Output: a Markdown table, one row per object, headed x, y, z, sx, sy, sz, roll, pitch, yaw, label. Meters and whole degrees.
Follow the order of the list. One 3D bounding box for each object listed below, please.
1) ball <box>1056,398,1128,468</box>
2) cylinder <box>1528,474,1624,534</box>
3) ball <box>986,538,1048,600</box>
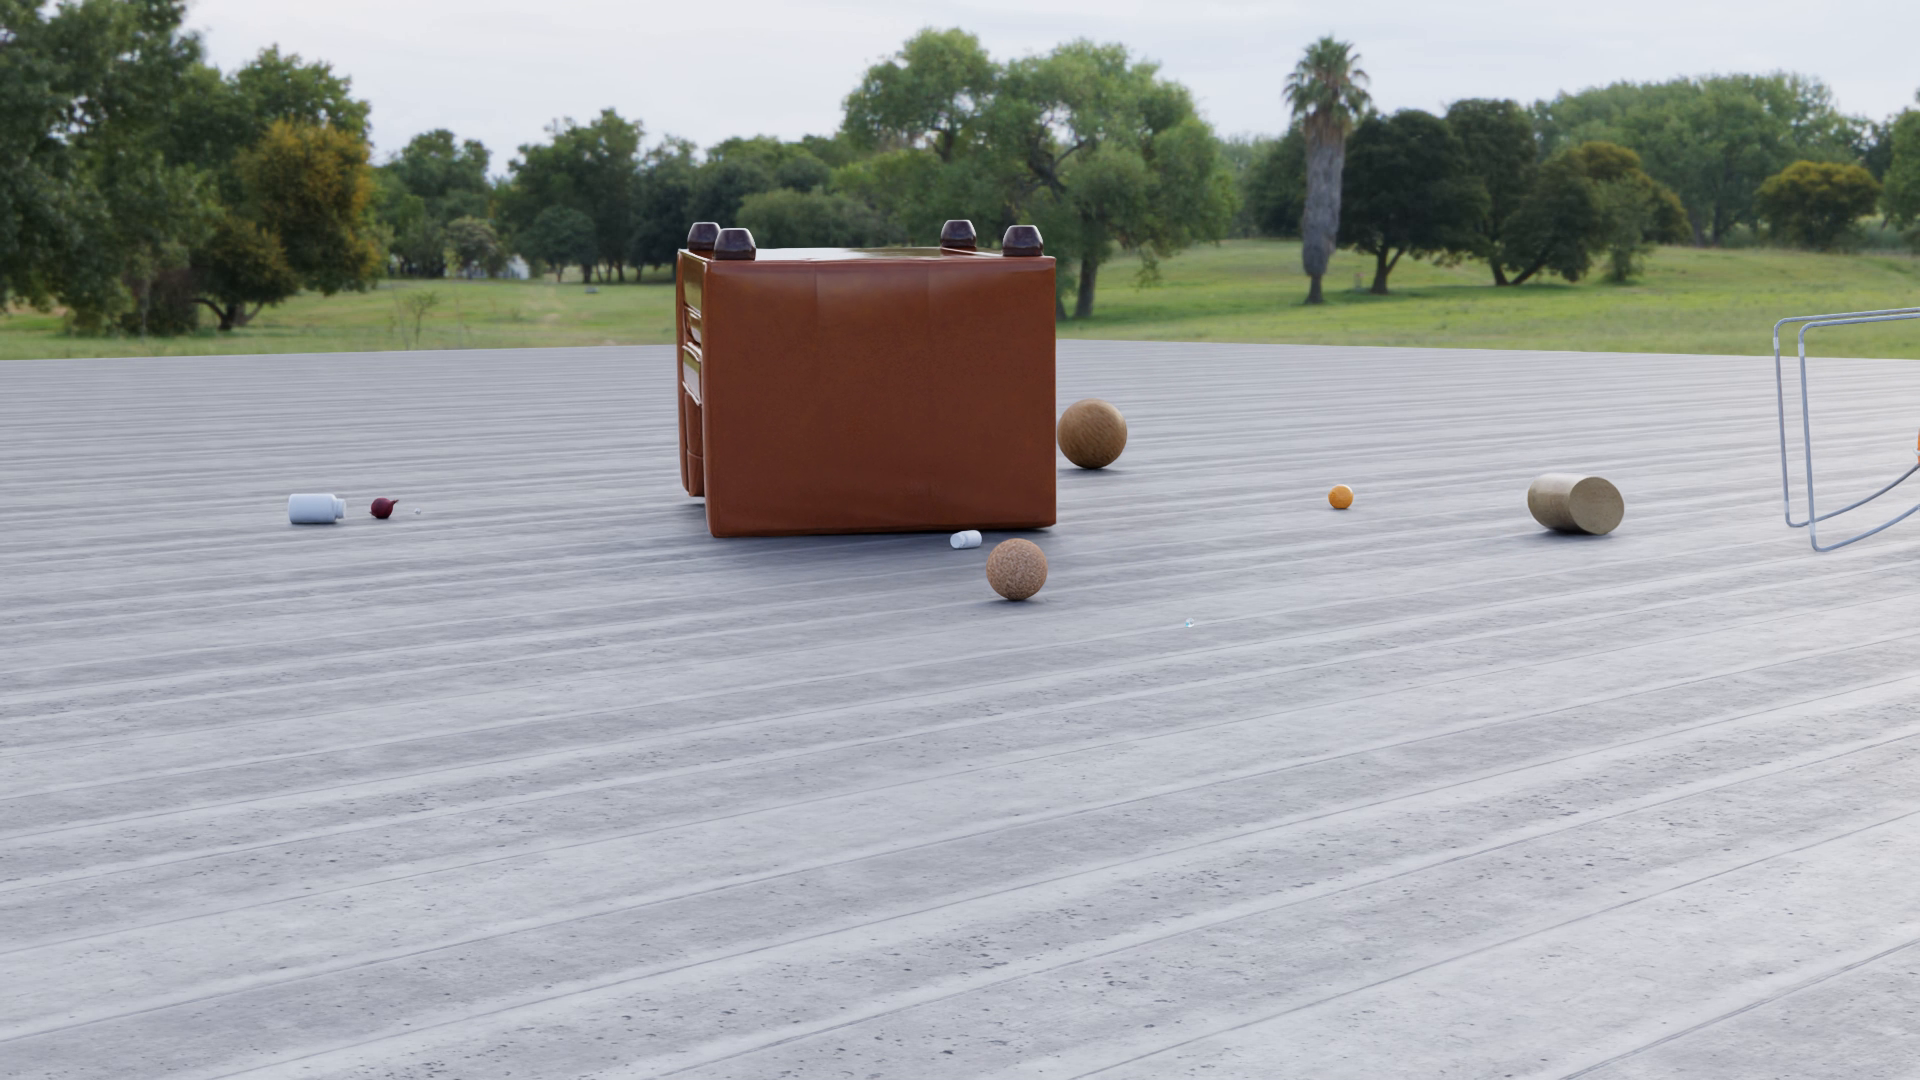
| x | y | z | sx | sy | sz | roll | pitch | yaw | label |
| --- | --- | --- | --- | --- | --- | --- | --- | --- | --- |
| 0.451 | -0.364 | 8.761 | 0.242 | 0.242 | 0.242 | 0 | 6 | 0 | ball |
| 1.581 | -0.093 | 6.591 | 0.205 | 0.143 | 0.144 | 15 | -4 | -33 | cylinder |
| 0.116 | 0.060 | 5.222 | 0.126 | 0.126 | 0.126 | 0 | 6 | 0 | ball |
